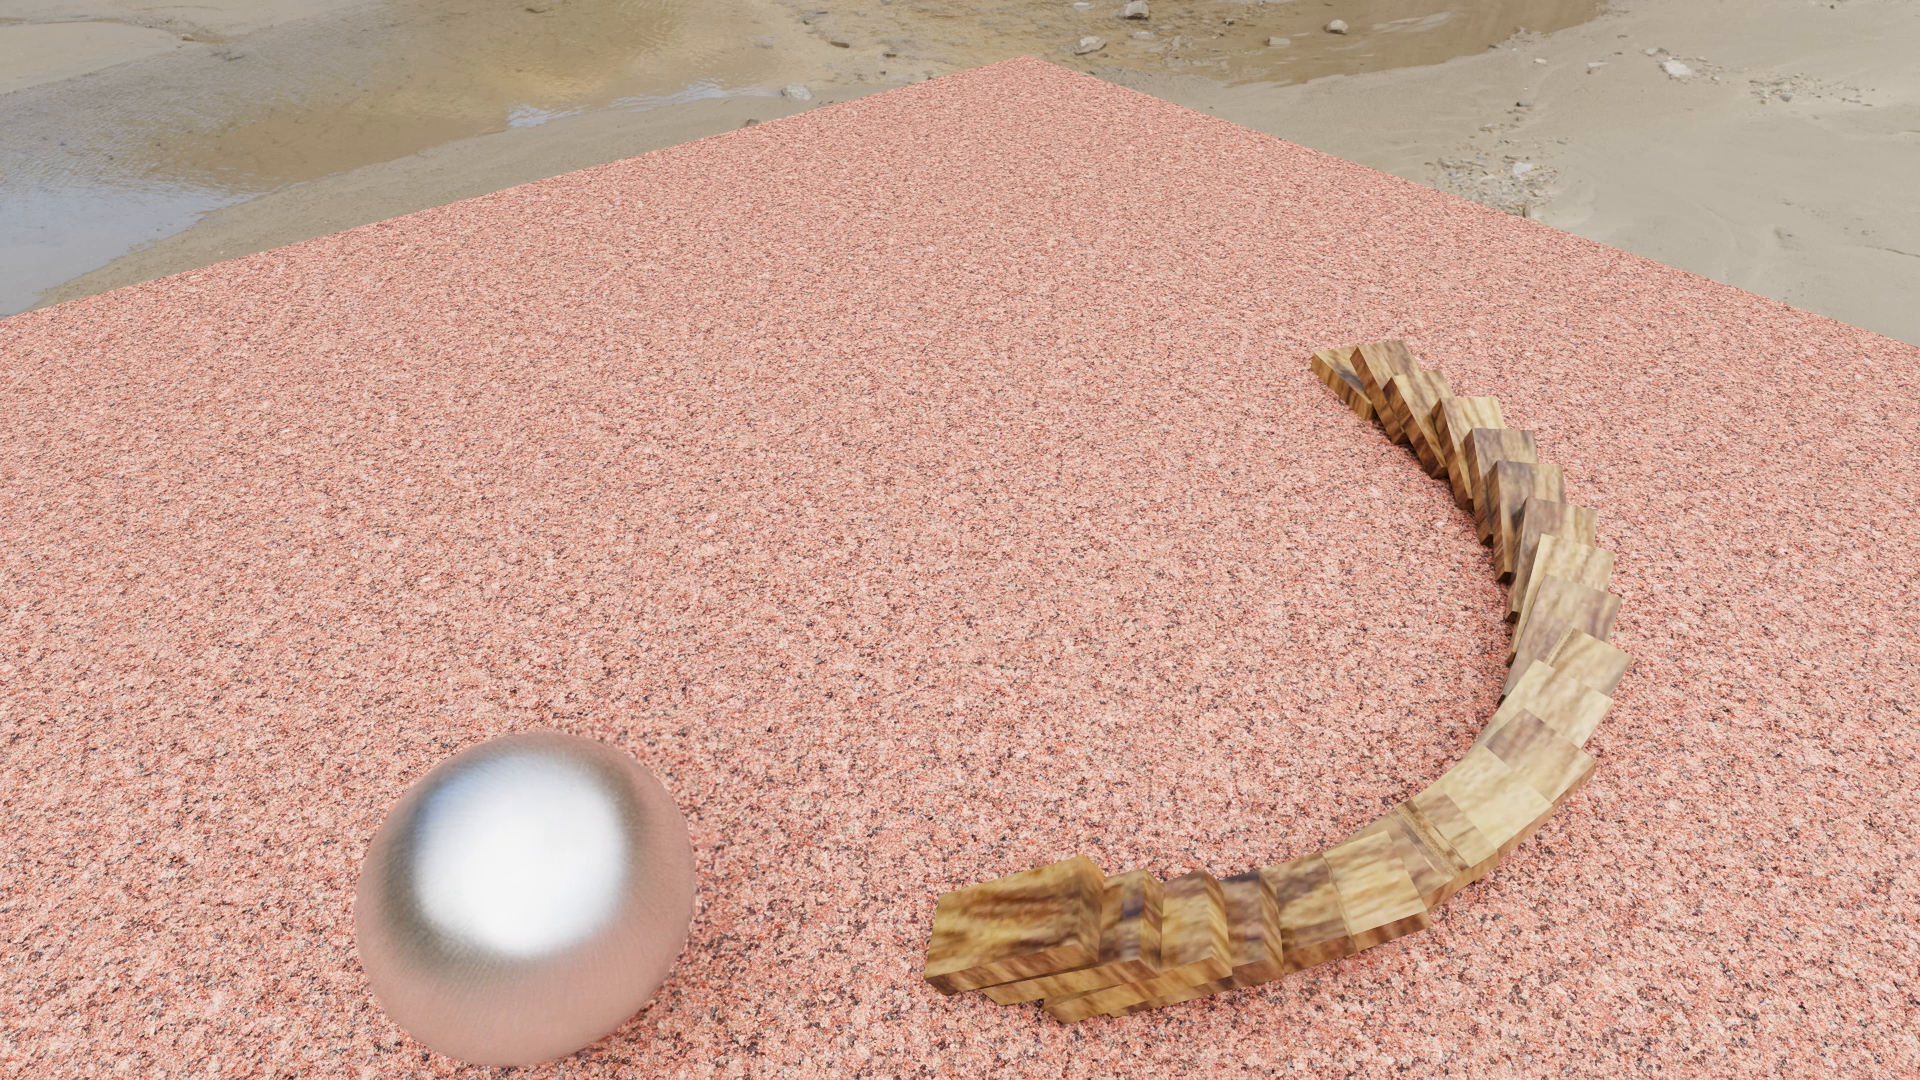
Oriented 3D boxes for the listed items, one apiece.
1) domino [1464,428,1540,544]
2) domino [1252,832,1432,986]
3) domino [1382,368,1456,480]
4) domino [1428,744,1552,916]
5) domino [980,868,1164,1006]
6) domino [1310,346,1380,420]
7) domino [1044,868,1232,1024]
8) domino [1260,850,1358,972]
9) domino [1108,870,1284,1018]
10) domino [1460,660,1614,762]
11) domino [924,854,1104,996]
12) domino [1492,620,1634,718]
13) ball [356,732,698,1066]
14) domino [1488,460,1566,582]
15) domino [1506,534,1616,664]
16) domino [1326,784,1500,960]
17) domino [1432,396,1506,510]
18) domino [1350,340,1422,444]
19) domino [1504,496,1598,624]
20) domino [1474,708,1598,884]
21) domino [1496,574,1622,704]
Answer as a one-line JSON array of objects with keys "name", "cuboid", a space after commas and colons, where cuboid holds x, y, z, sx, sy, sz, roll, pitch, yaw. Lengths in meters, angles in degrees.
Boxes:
[{"name": "domino", "cuboid": [0.226, -0.022, 0.455, 0.025, 0.009, 0.050, 3, 64, 3]}, {"name": "domino", "cuboid": [0.100, 0.102, 0.304, 0.050, 0.010, 0.025, -23, 39, 10]}, {"name": "domino", "cuboid": [0.213, -0.053, 0.493, 0.025, 0.009, 0.050, -10, 62, -12]}, {"name": "domino", "cuboid": [0.144, 0.086, 0.323, 0.050, 0.009, 0.025, -36, 47, -4]}, {"name": "domino", "cuboid": [0.029, 0.105, 0.291, 0.050, 0.010, 0.025, -26, 32, 32]}, {"name": "domino", "cuboid": [0.196, -0.077, 0.538, 0.025, 0.010, 0.050, -10, 40, -12]}, {"name": "domino", "cuboid": [0.045, 0.107, 0.288, 0.050, 0.010, 0.025, -30, 30, 26]}, {"name": "domino", "cuboid": [0.078, 0.105, 0.297, 0.050, 0.009, 0.025, -24, 36, 17]}, {"name": "domino", "cuboid": [0.059, 0.107, 0.290, 0.050, 0.010, 0.025, -28, 31, 29]}, {"name": "domino", "cuboid": [0.181, 0.065, 0.349, 0.025, 0.010, 0.050, 34, 74, 34]}, {"name": "domino", "cuboid": [0.014, 0.103, 0.294, 0.050, 0.009, 0.025, -26, 32, 31]}, {"name": "domino", "cuboid": [0.196, 0.053, 0.363, 0.025, 0.010, 0.050, 31, 73, 32]}, {"name": "ball", "cuboid": [-0.108, 0.089, 0.279, 0.080, 0.080, 0.080, 0, 39, 0]}, {"name": "domino", "cuboid": [0.226, -0.007, 0.436, 0.025, 0.010, 0.050, 6, 64, 7]}, {"name": "domino", "cuboid": [0.217, 0.024, 0.398, 0.025, 0.009, 0.050, 18, 67, 20]}, {"name": "domino", "cuboid": [0.123, 0.094, 0.313, 0.050, 0.010, 0.025, -32, 44, 0]}, {"name": "domino", "cuboid": [0.223, -0.038, 0.474, 0.025, 0.010, 0.050, -1, 64, -2]}, {"name": "domino", "cuboid": [0.205, -0.070, 0.513, 0.025, 0.010, 0.050, -10, 62, -12]}, {"name": "domino", "cuboid": [0.224, 0.010, 0.416, 0.025, 0.010, 0.050, 13, 65, 16]}, {"name": "domino", "cuboid": [0.164, 0.077, 0.334, 0.050, 0.010, 0.025, -39, 49, -6]}, {"name": "domino", "cuboid": [0.208, 0.038, 0.381, 0.025, 0.010, 0.050, 21, 68, 24]}]
